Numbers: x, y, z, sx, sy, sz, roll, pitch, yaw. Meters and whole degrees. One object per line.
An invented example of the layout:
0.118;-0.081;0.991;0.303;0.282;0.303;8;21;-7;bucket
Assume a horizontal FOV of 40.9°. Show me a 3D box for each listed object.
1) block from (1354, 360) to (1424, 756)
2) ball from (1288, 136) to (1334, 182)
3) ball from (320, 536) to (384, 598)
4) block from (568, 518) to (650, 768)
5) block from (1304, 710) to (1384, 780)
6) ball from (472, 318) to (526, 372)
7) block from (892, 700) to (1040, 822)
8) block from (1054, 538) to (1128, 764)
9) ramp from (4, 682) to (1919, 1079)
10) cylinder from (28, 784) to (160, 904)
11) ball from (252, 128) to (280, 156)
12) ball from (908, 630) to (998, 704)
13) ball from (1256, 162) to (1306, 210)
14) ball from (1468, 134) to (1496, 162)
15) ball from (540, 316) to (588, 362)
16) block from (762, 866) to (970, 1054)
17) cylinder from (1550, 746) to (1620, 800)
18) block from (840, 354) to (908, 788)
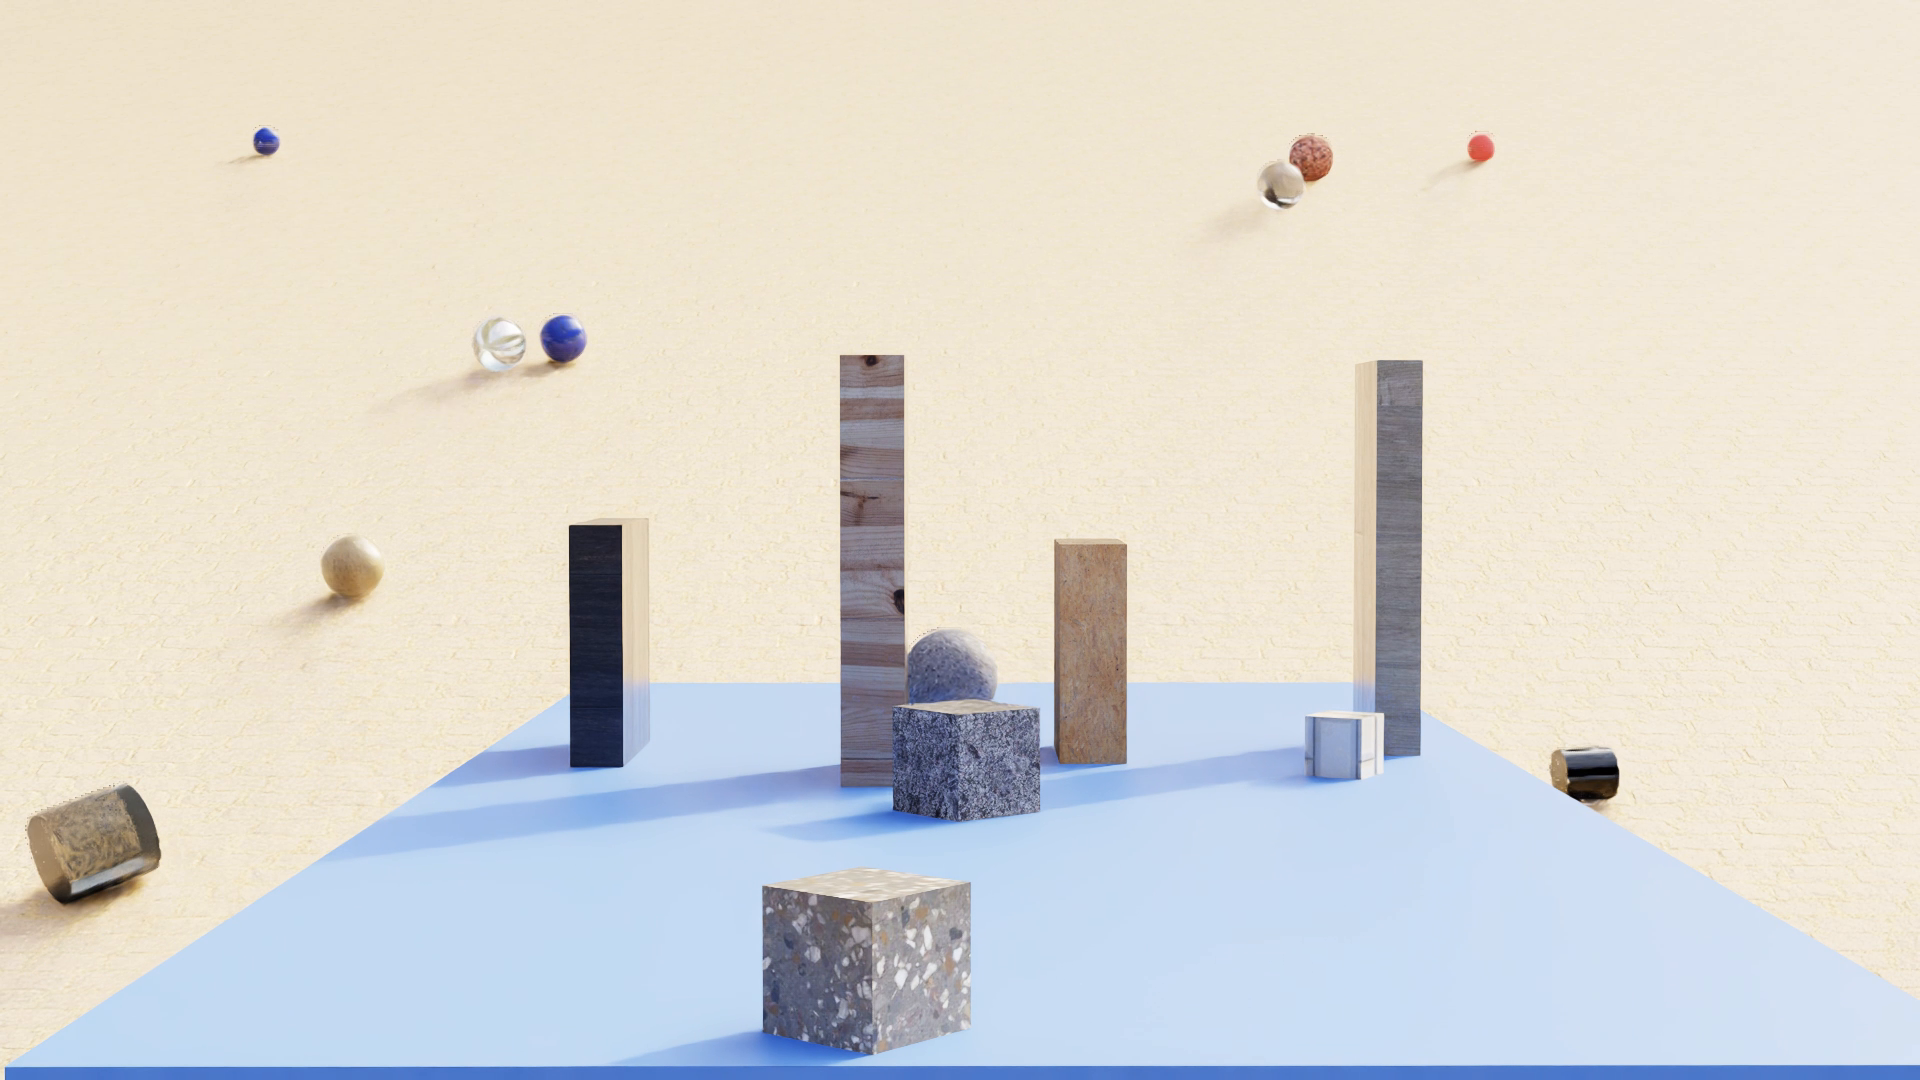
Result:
0.855;0.030;5.152;0.090;0.771;0.277;0;2;0;block
1.519;-1.649;11.139;0.195;0.195;0.195;0;24;0;ball
-1.701;0.074;7.213;0.174;0.174;0.174;0;24;0;ball
-0.685;0.192;5.056;0.101;0.457;0.421;0;2;0;block
0.709;0.377;4.747;0.110;0.110;0.110;1;3;30;block
-1.597;-0.677;8.922;0.185;0.185;0.185;0;24;0;ball
0.010;0.364;4.277;0.174;0.174;0.174;-2;3;-39;block
0.254;0.211;5.042;0.128;0.418;0.290;0;2;0;block
0.054;0.490;4.542;2.000;0.100;4.000;0;2;0;ramp
-1.940;0.680;5.771;0.210;0.210;0.210;-21;31;-39;cylinder
-3.109;-1.785;11.539;0.125;0.125;0.125;0;24;0;ball
-0.021;0.297;5.571;0.207;0.207;0.207;0;24;0;ball
1.338;-1.474;10.731;0.200;0.200;0.200;0;24;0;ball
2.319;-1.744;11.444;0.124;0.124;0.124;0;24;0;ball
-1.388;-0.704;9.008;0.166;0.166;0.166;0;24;0;ball
-0.097;0.436;2.691;0.154;0.154;0.154;2;3;40;block
1.494;0.560;6.162;0.125;0.125;0.125;-2;24;-8;cylinder
-0.156;0.049;4.730;0.114;0.767;0.335;0;2;0;block
